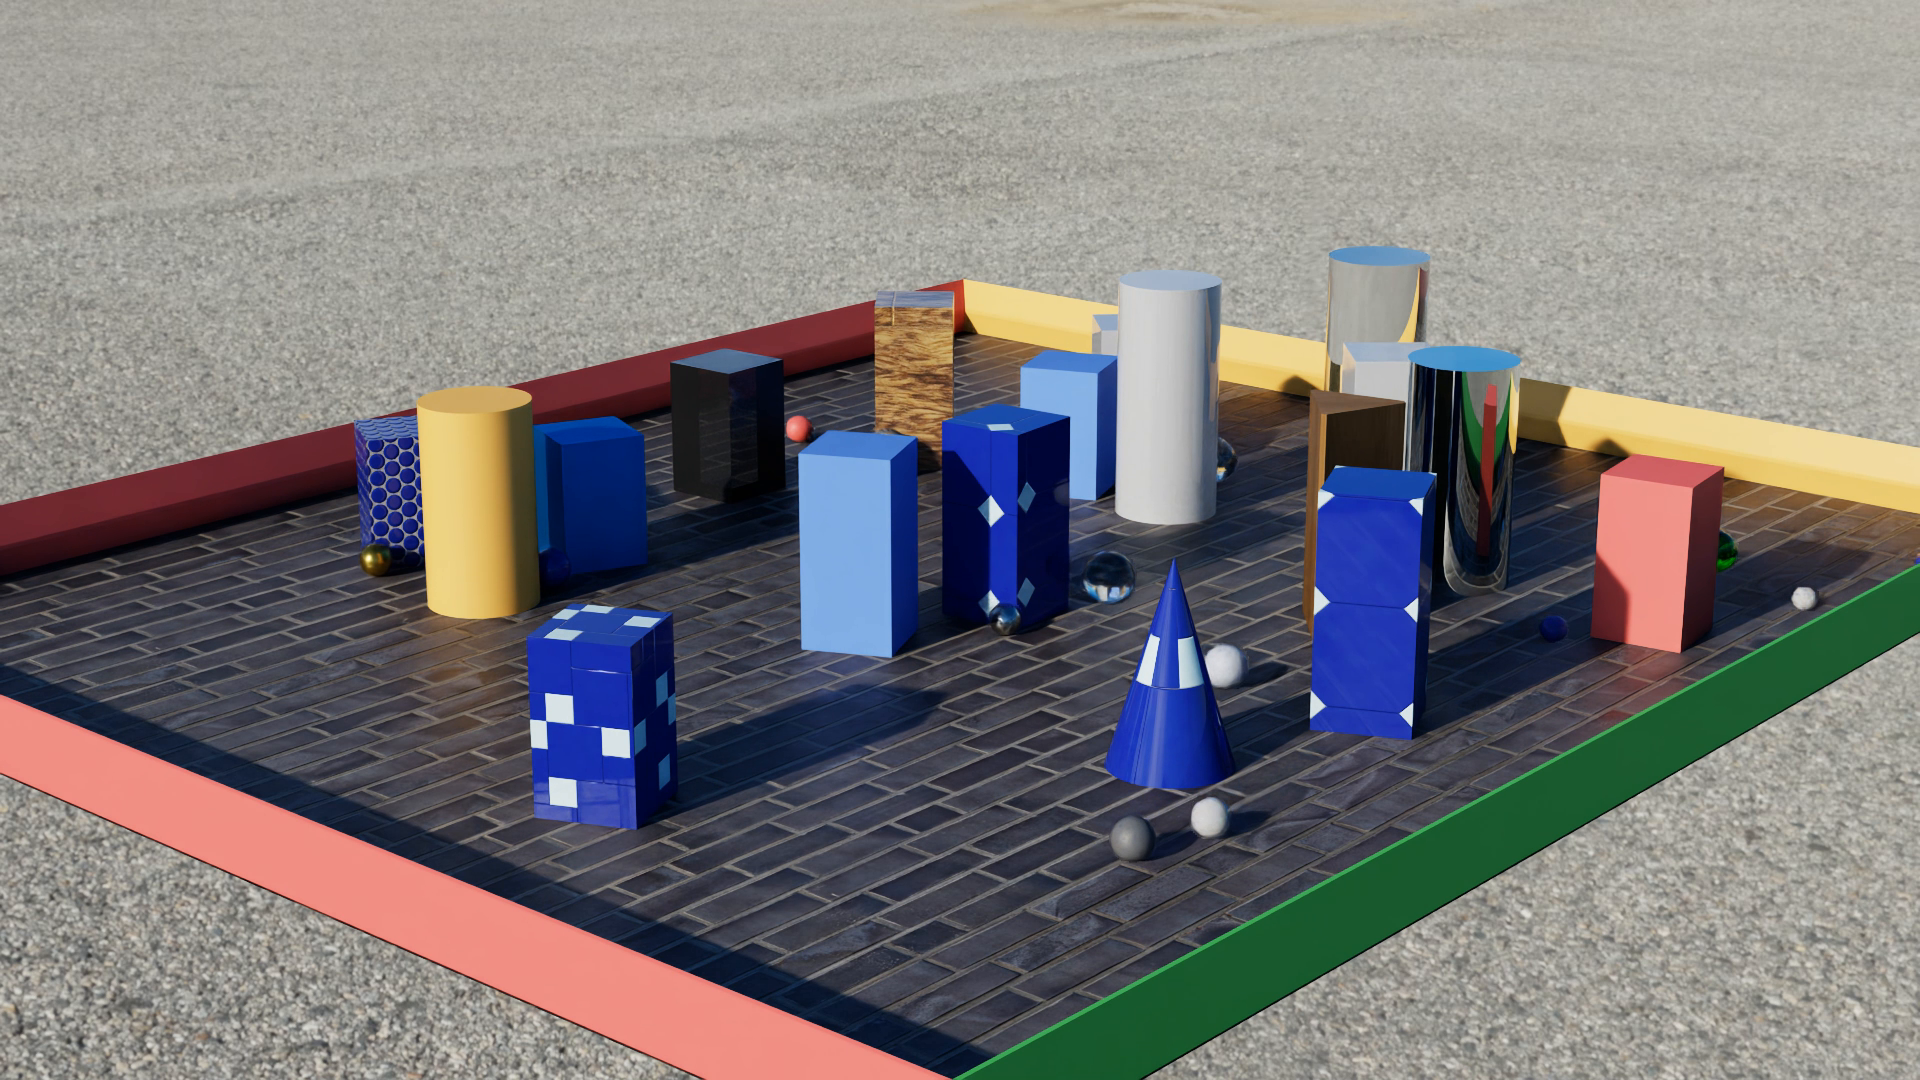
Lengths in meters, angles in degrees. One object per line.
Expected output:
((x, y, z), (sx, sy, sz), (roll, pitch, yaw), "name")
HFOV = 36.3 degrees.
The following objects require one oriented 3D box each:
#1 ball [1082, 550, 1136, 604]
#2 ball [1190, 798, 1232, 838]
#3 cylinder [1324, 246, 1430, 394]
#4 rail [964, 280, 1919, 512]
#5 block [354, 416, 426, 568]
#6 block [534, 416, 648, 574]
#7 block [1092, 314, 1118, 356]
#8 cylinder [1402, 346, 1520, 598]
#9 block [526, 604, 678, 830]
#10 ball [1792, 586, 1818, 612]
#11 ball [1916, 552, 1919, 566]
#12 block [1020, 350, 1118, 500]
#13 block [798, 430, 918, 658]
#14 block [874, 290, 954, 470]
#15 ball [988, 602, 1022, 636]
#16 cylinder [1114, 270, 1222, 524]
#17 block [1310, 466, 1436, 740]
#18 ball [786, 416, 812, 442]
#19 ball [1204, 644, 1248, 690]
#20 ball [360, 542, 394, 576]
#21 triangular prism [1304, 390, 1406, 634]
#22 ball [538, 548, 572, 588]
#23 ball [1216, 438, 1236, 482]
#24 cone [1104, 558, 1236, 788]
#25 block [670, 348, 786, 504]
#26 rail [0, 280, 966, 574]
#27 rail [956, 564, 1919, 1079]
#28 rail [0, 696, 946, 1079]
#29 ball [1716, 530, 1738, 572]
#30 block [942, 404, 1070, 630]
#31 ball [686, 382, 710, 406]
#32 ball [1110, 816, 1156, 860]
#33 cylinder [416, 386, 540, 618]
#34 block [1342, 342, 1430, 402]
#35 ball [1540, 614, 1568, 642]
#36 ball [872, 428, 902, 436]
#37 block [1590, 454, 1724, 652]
((0.258, 0.064, 5.077), (0.091, 0.091, 0.091), (0, 17, 0), "ball")
((0.349, 0.386, 4.071), (0.057, 0.057, 0.057), (0, 17, 0), "ball")
((0.805, -0.319, 5.687), (0.194, 0.472, 0.194), (0, 17, 0), "cylinder")
((1.021, -0.308, 6.246), (2.724, 0.126, 0.045), (14, 22, 39), "rail")
((-1.005, -0.089, 5.327), (0.155, 0.240, 0.155), (-6, 18, -18), "block")
((-0.668, -0.082, 5.304), (0.155, 0.240, 0.155), (-8, 19, -25), "block")
((0.357, -0.318, 6.038), (0.155, 0.268, 0.155), (-1, 17, -4), "block")
((0.876, -0.122, 5.151), (0.194, 0.404, 0.194), (0, 17, 0), "cylinder")
((-0.505, 0.248, 4.156), (0.155, 0.270, 0.155), (5, 17, 16), "block")
((1.452, 0.101, 5.039), (0.043, 0.043, 0.043), (0, 17, 0), "ball")
((1.724, 0.044, 5.166), (0.078, 0.078, 0.078), (0, 17, 0), "ball")
((0.217, -0.227, 5.760), (0.155, 0.254, 0.155), (6, 18, 19), "block")
((-0.166, 0.005, 4.851), (0.155, 0.335, 0.155), (5, 17, 15), "block")
((-0.091, -0.324, 5.942), (0.155, 0.334, 0.155), (0, 17, 1), "block")
((0.075, 0.132, 4.915), (0.055, 0.055, 0.055), (0, 17, 0), "ball")
((0.395, -0.273, 5.571), (0.194, 0.450, 0.194), (0, 17, 0), "cylinder")
((0.631, 0.094, 4.480), (0.155, 0.378, 0.155), (5, 17, 16), "block")
((-0.336, -0.232, 6.118), (0.056, 0.056, 0.056), (0, 17, 0), "ball")
((0.422, 0.201, 4.657), (0.072, 0.072, 0.072), (0, 17, 0), "ball")
((-1.041, 0.035, 5.228), (0.060, 0.060, 0.060), (0, 17, 0), "ball")
((0.629, -0.048, 4.931), (0.168, 0.390, 0.146), (-9, 19, -28), "triangular prism")
((-0.719, 0.049, 5.161), (0.071, 0.071, 0.071), (0, 17, 0), "ball")
((0.503, -0.158, 5.814), (0.091, 0.091, 0.091), (0, 17, 0), "ball")
((0.311, 0.178, 4.297), (0.194, 0.323, 0.194), (0, 17, 0), "cone")
((-0.454, -0.225, 5.744), (0.155, 0.259, 0.155), (13, 21, 37), "block")
((-1.010, -0.222, 5.960), (0.045, 0.126, 3.162), (14, 22, 39), "rail")
((1.010, 0.285, 4.280), (0.045, 0.126, 3.162), (14, 22, 39), "rail")
((-1.021, 0.371, 3.994), (2.724, 0.126, 0.045), (14, 22, 39), "rail")
((1.353, 0.020, 5.250), (0.076, 0.076, 0.076), (0, 17, 0), "ball")
((0.078, -0.042, 4.996), (0.155, 0.340, 0.155), (12, 20, 34), "block")
((-0.571, -0.318, 6.411), (0.052, 0.052, 0.052), (0, 17, 0), "ball")
((0.236, 0.406, 3.994), (0.061, 0.061, 0.061), (0, 17, 0), "ball")
((-0.826, -0.066, 5.043), (0.194, 0.360, 0.194), (0, 17, 0), "cylinder")
((0.788, -0.173, 5.403), (0.155, 0.356, 0.155), (0, 17, -1), "block")
((0.989, 0.148, 4.879), (0.046, 0.046, 0.046), (0, 17, 0), "ball")
((-0.149, -0.174, 5.857), (0.097, 0.097, 0.097), (0, 17, 0), "ball")
((1.163, 0.020, 4.891), (0.155, 0.282, 0.155), (11, 20, 31), "block")
